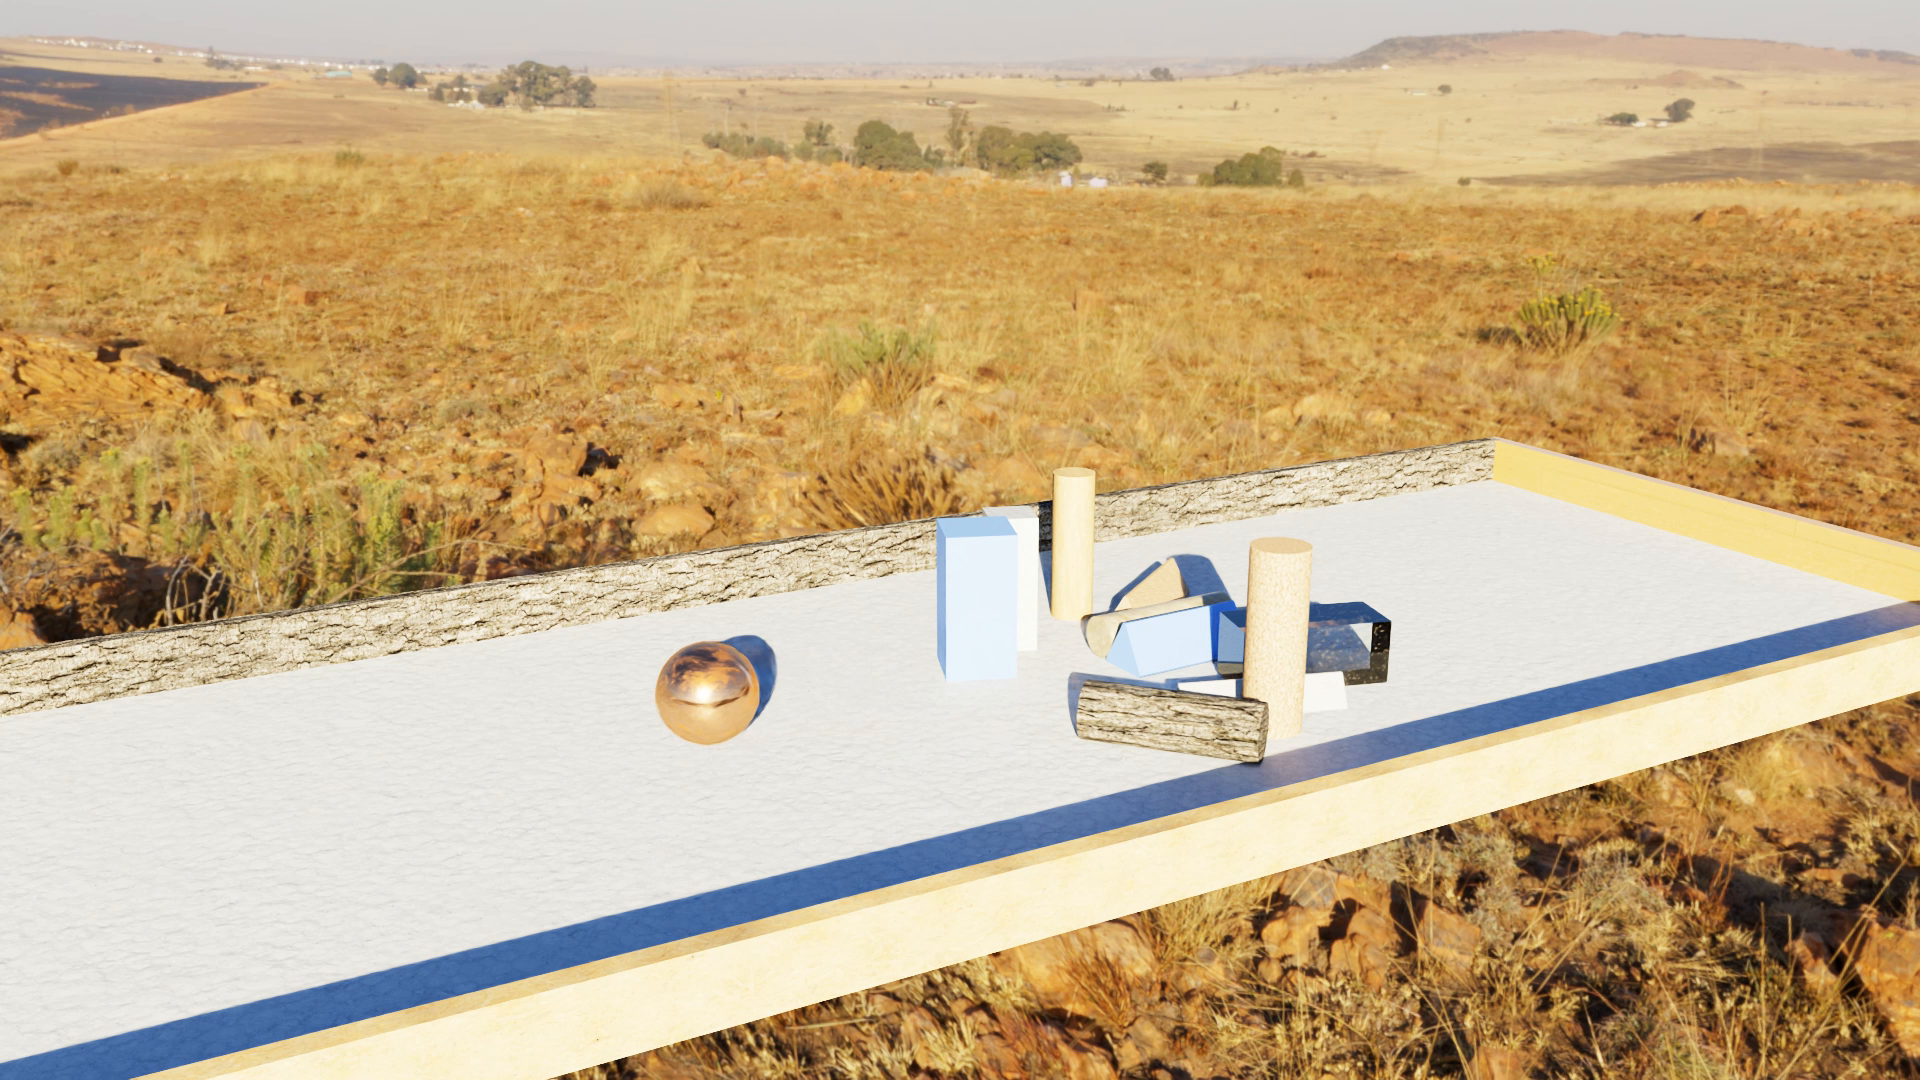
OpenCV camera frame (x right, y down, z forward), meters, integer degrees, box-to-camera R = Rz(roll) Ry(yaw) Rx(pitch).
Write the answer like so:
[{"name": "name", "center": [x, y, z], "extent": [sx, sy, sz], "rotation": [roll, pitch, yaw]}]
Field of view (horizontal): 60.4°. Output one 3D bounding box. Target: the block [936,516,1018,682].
[{"name": "block", "center": [0.042, 0.147, 4.188], "extent": [0.179, 0.376, 0.179], "rotation": [-2, 17, -8]}]

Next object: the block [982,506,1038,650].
[{"name": "block", "center": [0.131, 0.102, 4.365], "extent": [0.126, 0.362, 0.126], "rotation": [-3, 17, -8]}]

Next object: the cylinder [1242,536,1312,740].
[{"name": "cylinder", "center": [0.728, 0.225, 3.800], "extent": [0.141, 0.444, 0.141], "rotation": [0, 16, 0]}]

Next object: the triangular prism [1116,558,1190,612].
[{"name": "triangular prism", "center": [0.533, 0.151, 4.652], "extent": [0.117, 0.101, 0.400], "rotation": [8, 18, 24]}]

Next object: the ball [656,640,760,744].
[{"name": "ball", "center": [-0.574, 0.348, 3.754], "extent": [0.235, 0.235, 0.235], "rotation": [0, 16, 0]}]

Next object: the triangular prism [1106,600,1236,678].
[{"name": "triangular prism", "center": [0.570, 0.244, 4.292], "extent": [0.356, 0.124, 0.143], "rotation": [-10, 19, -29]}]

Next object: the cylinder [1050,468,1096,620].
[{"name": "cylinder", "center": [0.314, 0.011, 4.588], "extent": [0.117, 0.411, 0.117], "rotation": [0, 16, 0]}]

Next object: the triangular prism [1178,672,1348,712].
[{"name": "triangular prism", "center": [0.722, 0.367, 3.963], "extent": [0.413, 0.077, 0.089], "rotation": [-3, 17, -11]}]

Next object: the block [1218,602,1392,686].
[{"name": "block", "center": [0.864, 0.269, 4.150], "extent": [0.389, 0.163, 0.163], "rotation": [-4, 17, -12]}]

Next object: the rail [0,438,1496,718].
[{"name": "rail", "center": [-3.305, 0.497, 3.399], "extent": [12.000, 0.150, 0.050], "rotation": [-9, 18, -27]}]

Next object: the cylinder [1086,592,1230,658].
[{"name": "cylinder", "center": [0.538, 0.223, 4.401], "extent": [0.412, 0.109, 0.109], "rotation": [-10, 19, -29]}]

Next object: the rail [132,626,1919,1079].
[{"name": "rail", "center": [-2.336, 1.006, 1.665], "extent": [12.000, 0.150, 0.050], "rotation": [-9, 18, -27]}]

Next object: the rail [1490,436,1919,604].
[{"name": "rail", "center": [2.466, -0.048, 5.253], "extent": [0.050, 0.150, 2.100], "rotation": [-9, 18, -27]}]

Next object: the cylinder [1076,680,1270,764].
[{"name": "cylinder", "center": [0.480, 0.408, 3.722], "extent": [0.410, 0.138, 0.138], "rotation": [6, 17, 19]}]
